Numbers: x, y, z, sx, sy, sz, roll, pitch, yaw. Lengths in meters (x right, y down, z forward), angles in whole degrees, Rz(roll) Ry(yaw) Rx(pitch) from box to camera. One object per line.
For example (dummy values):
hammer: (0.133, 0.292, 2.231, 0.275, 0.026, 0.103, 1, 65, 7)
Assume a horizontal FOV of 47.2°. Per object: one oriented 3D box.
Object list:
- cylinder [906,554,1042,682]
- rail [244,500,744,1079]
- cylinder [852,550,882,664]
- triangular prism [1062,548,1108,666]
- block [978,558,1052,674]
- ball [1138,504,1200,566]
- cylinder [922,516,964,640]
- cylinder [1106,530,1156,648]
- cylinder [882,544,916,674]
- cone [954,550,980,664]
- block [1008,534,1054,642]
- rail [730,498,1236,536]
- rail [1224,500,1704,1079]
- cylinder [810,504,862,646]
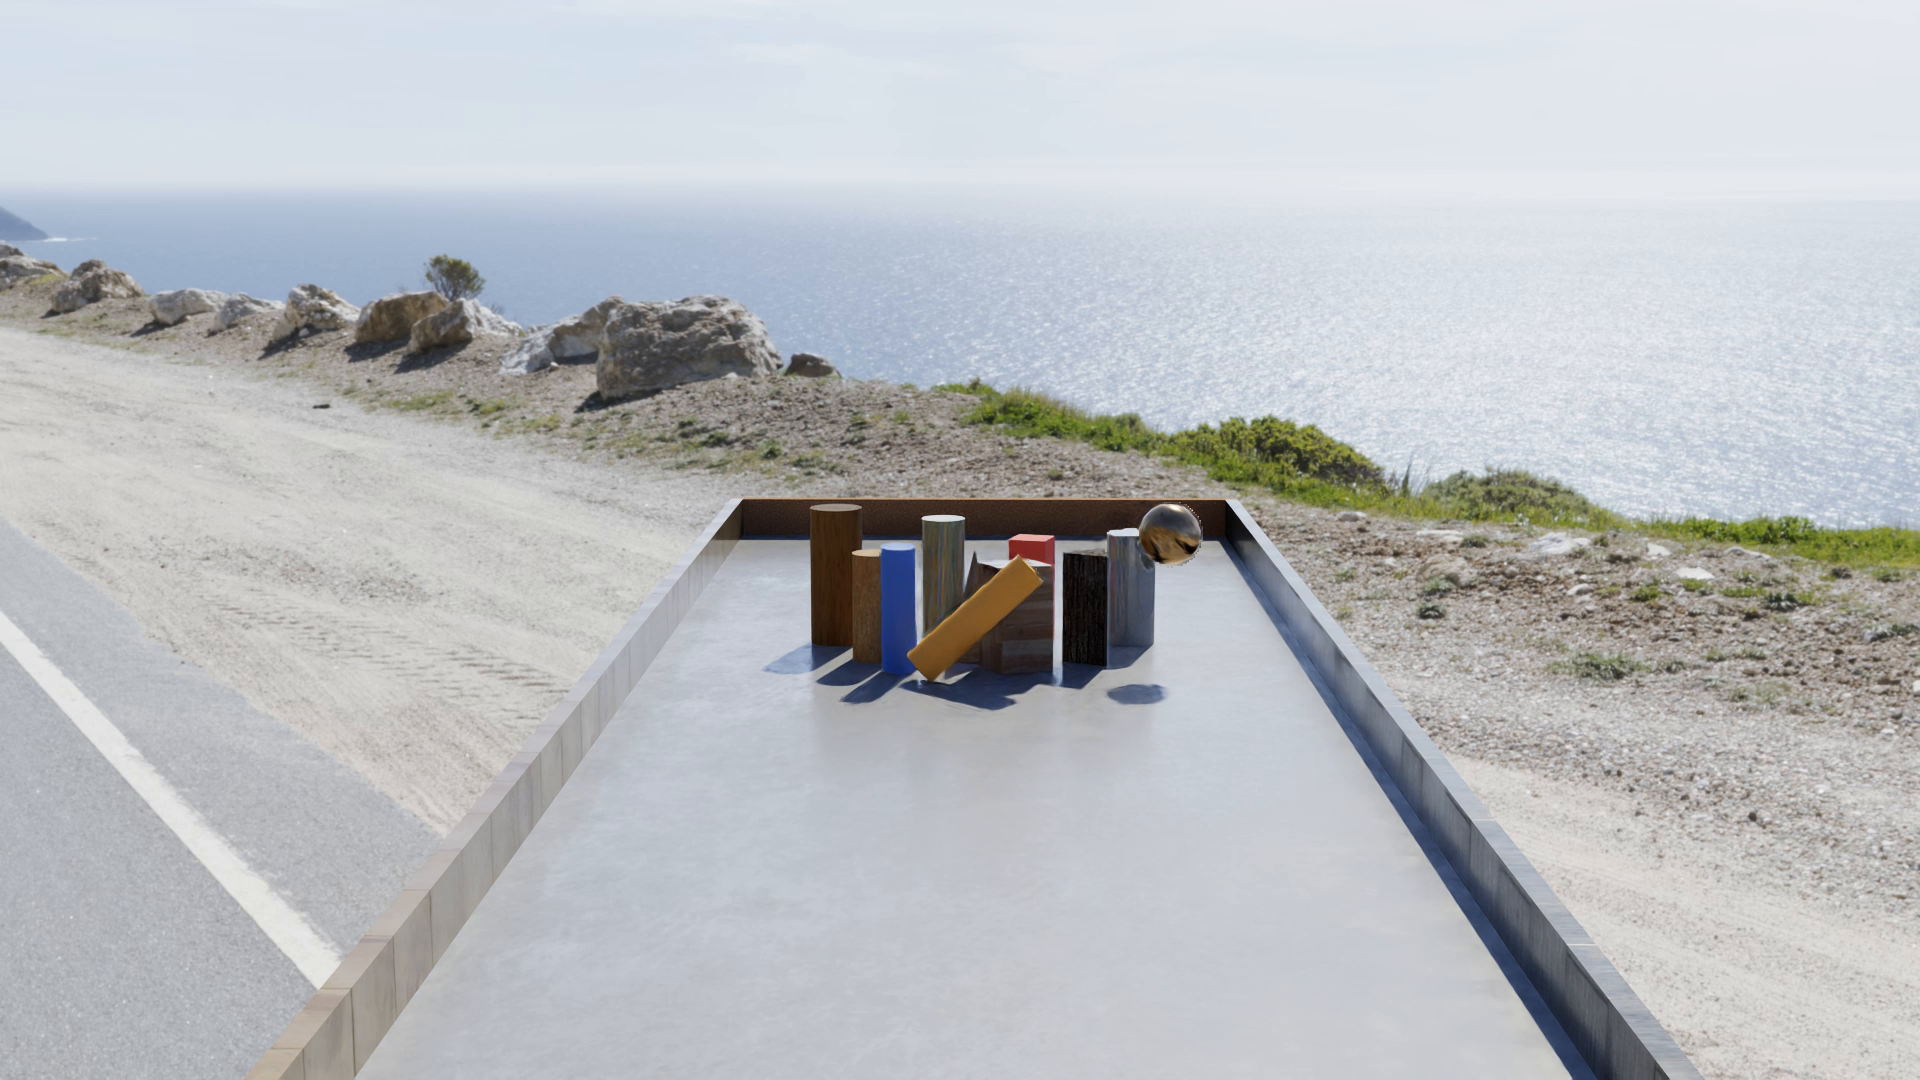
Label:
cylinder: (0.043, 0.227, 6.389, 0.436, 0.109, 0.109, -42, 10, 3)
rail: (-1.004, 0.839, 3.234, 0.050, 0.150, 12.000, 0, 9, 1)
cylinder: (-0.260, 0.201, 6.692, 0.136, 0.328, 0.136, 0, 9, 0)
triangular prism: (0.406, 0.200, 6.680, 0.149, 0.334, 0.129, 5, 10, 29)
block: (0.165, 0.227, 6.558, 0.165, 0.314, 0.165, -4, 8, -24)
ball: (0.625, -0.017, 6.557, 0.184, 0.184, 0.184, 0, 9, 0)
cylinder: (-0.052, 0.129, 6.925, 0.136, 0.399, 0.136, 0, 9, 0)
cylinder: (0.538, 0.150, 6.939, 0.155, 0.351, 0.155, 0, 9, 0)
cylinder: (-0.181, 0.204, 6.508, 0.101, 0.375, 0.101, 0, 11, 0)
cone: (0.045, 0.194, 6.699, 0.165, 0.339, 0.165, 0, 9, 0)
block: (0.226, 0.159, 6.931, 0.117, 0.336, 0.117, 3, 9, 17)
rail: (0.099, -0.098, 9.147, 2.100, 0.150, 0.050, 0, 9, 1)
rail: (1.046, 0.843, 3.208, 0.050, 0.150, 12.000, 0, 9, 1)
cylinder: (-0.390, 0.110, 6.948, 0.164, 0.429, 0.164, 0, 9, 0)
